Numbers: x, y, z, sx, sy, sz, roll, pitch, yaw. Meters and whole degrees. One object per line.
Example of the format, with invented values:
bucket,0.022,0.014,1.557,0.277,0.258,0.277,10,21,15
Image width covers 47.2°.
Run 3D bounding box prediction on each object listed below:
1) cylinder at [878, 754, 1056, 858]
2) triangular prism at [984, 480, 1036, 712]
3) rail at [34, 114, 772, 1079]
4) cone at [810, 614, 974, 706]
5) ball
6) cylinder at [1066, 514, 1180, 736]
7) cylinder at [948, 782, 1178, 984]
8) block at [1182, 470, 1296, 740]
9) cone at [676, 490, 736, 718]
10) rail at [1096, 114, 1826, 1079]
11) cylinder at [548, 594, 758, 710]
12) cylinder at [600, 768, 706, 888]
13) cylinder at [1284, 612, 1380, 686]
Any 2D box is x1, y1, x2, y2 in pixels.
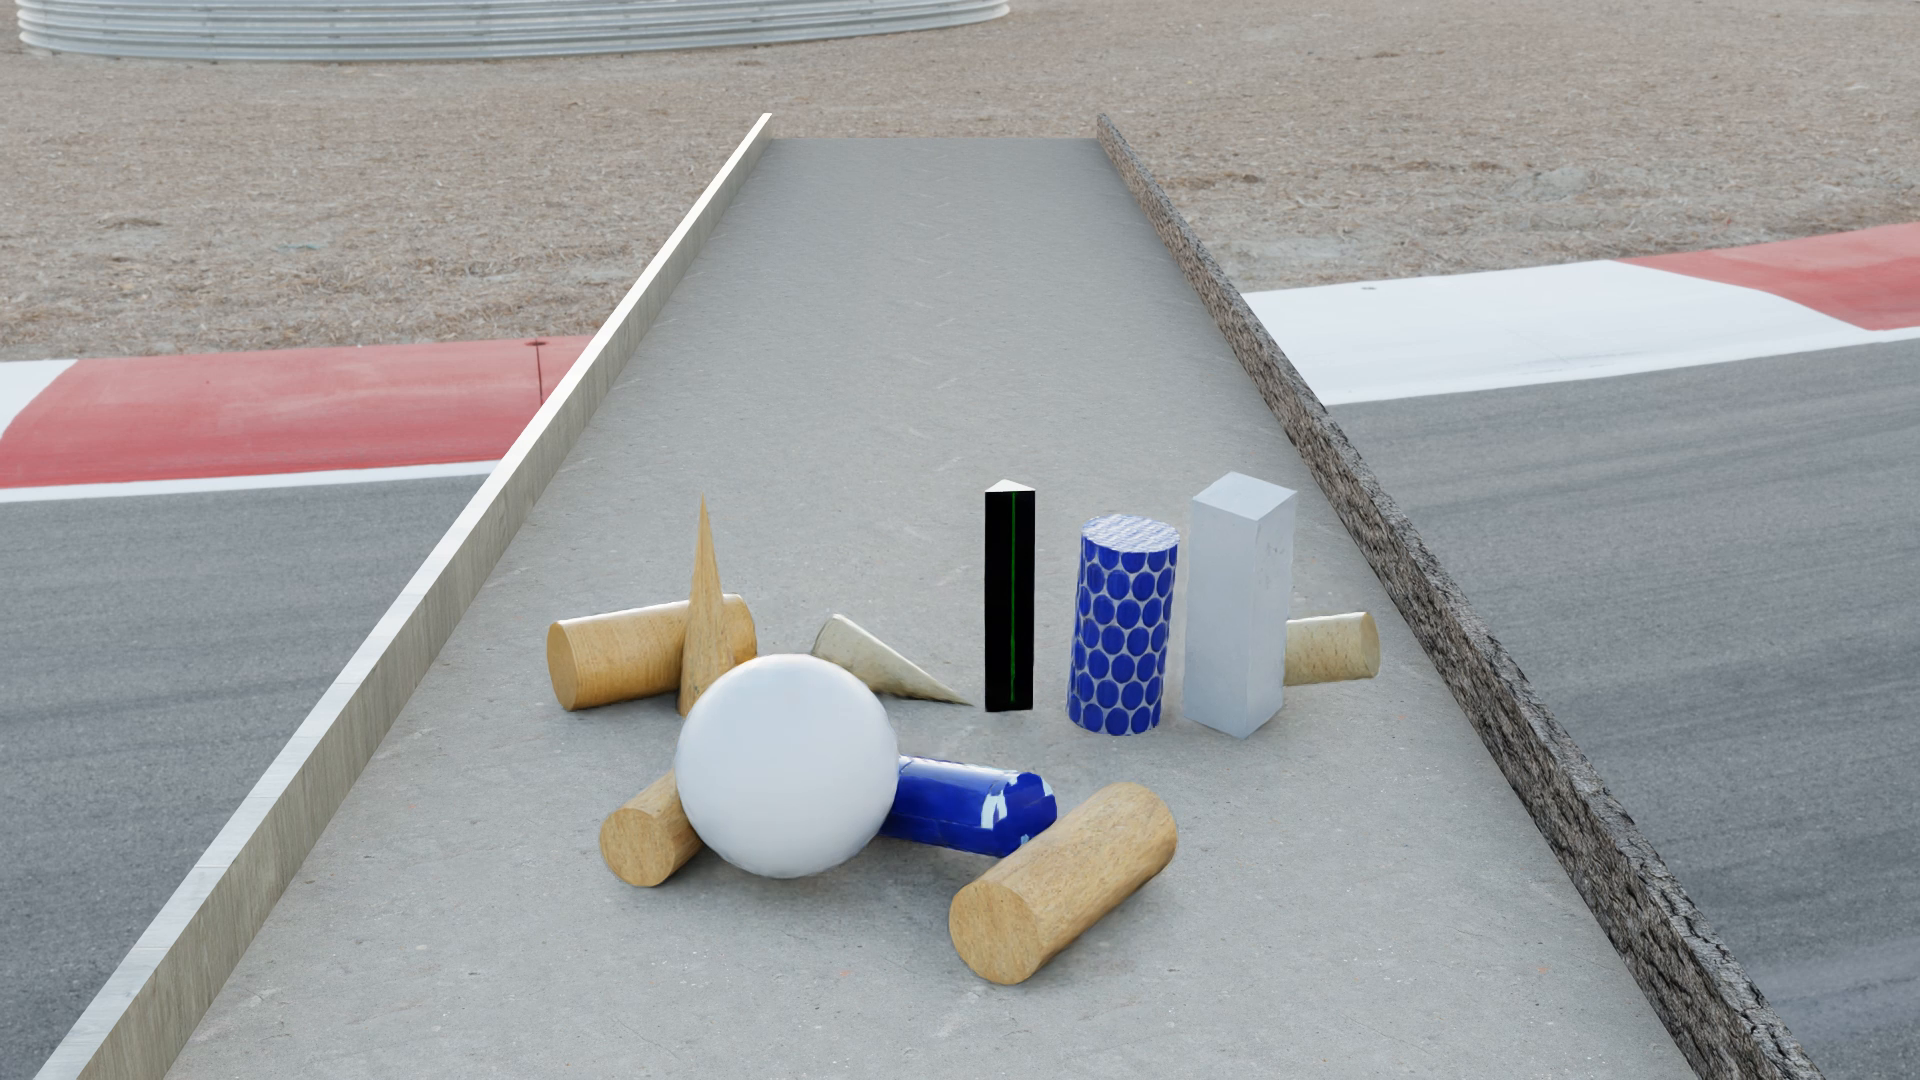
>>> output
cylinder,-0.016,0.418,3.471,0.135,0.135,0.342,-15,12,-41
triangular prism,0.087,0.104,4.121,0.092,0.430,0.079,-2,17,-7
rail,-1.118,-0.838,7.780,0.050,0.150,12.000,0,17,-1
cone,-0.114,0.263,4.218,0.325,0.144,0.144,20,23,19
ball,-0.266,0.348,3.395,0.346,0.346,0.346,0,17,0
cylinder,0.296,0.156,4.030,0.176,0.365,0.176,3,23,-1
cylinder,0.159,0.502,3.263,0.155,0.155,0.415,10,20,31
block,0.502,0.120,3.972,0.134,0.455,0.134,20,35,33
cone,-0.472,0.112,4.092,0.126,0.433,0.126,0,17,0
rail,0.932,-0.844,7.801,0.050,0.150,12.000,0,17,-1
cylinder,-0.590,0.212,4.217,0.363,0.169,0.169,-9,19,-27
cylinder,-0.422,0.419,3.587,0.131,0.131,0.425,6,18,20
cylinder,0.627,0.214,4.162,0.310,0.123,0.123,-8,12,26
